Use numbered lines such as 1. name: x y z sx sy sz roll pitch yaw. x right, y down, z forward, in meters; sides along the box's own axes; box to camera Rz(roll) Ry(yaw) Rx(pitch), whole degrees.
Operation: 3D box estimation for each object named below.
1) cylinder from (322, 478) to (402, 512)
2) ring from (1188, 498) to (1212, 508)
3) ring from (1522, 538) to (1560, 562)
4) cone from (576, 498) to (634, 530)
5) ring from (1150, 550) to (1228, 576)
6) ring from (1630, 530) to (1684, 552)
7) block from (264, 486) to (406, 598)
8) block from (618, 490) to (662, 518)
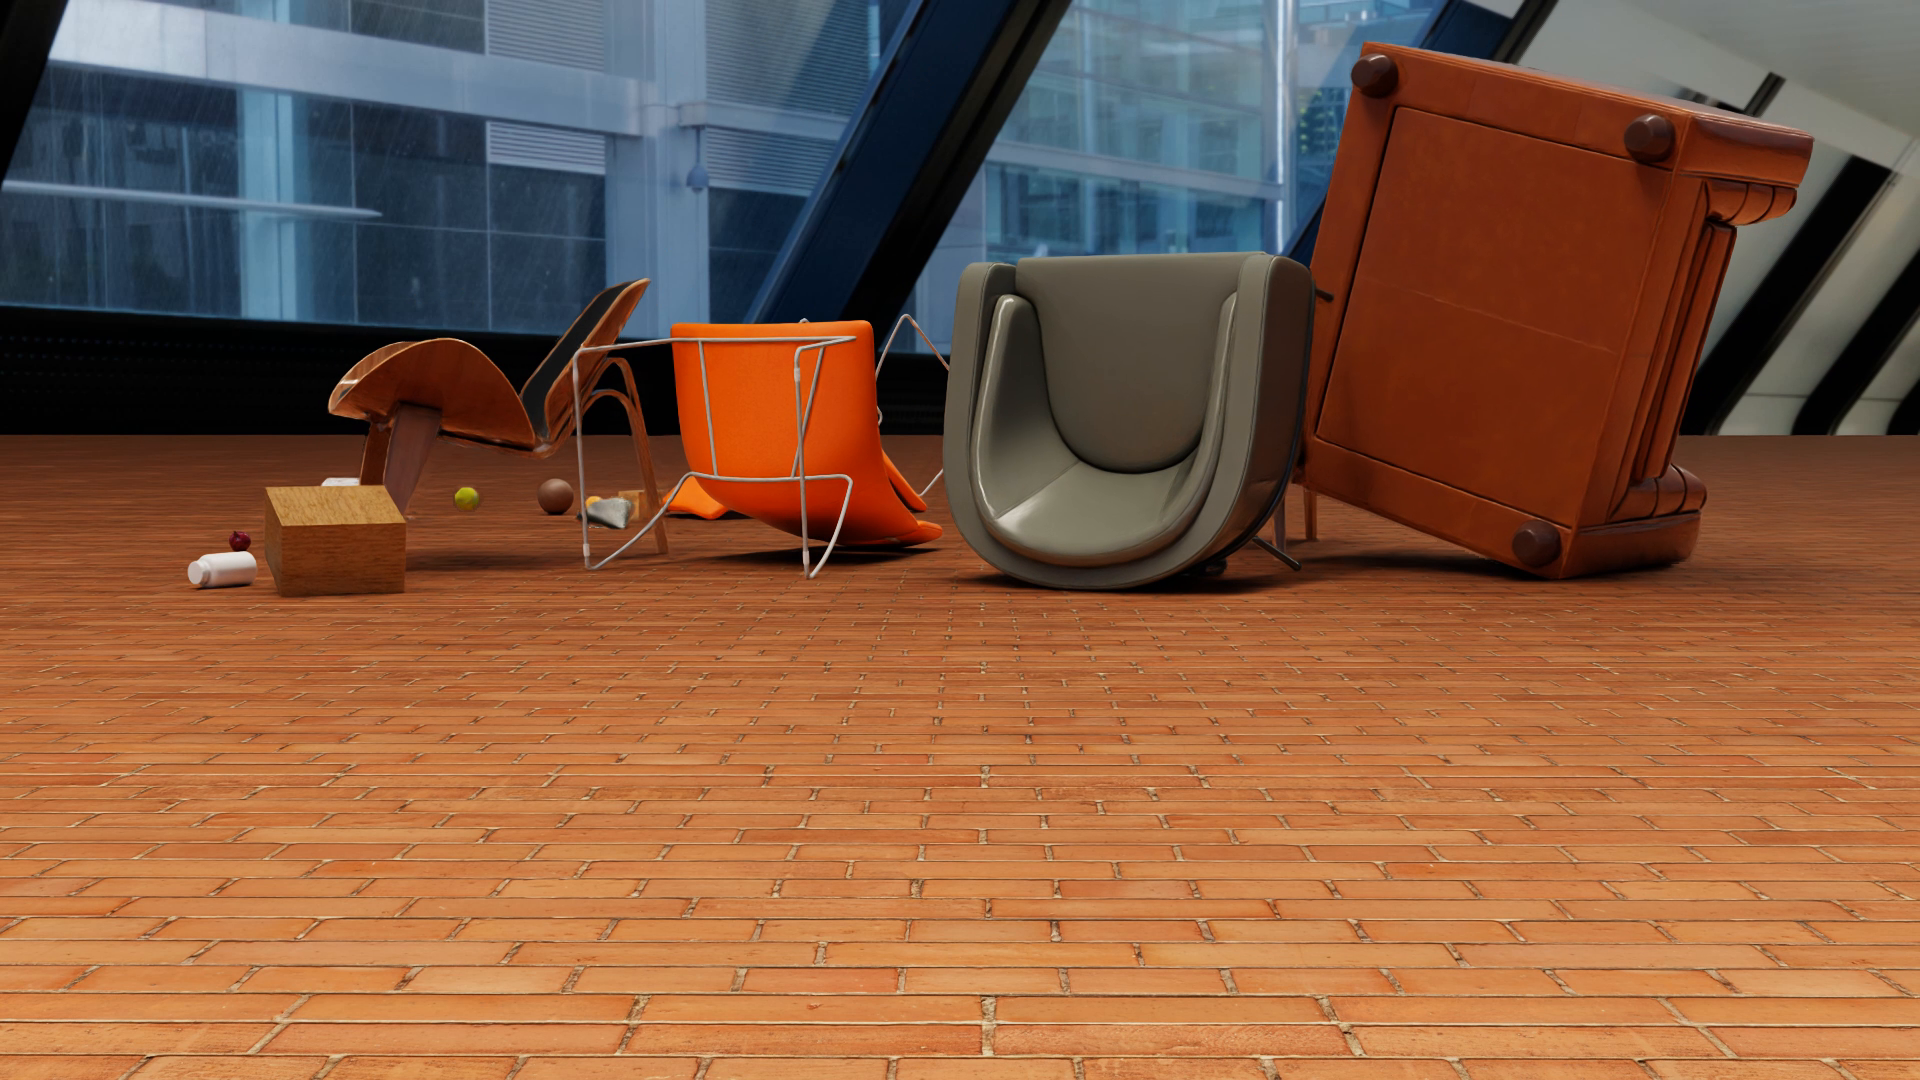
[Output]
1. cylinder: -2.080 -0.145 7.649 0.225 0.127 0.169 1 -27 13
2. ring: 0.913 -0.141 8.345 0.107 0.037 0.083 -2 3 -41
3. ring: 1.520 0.026 5.752 0.095 0.057 0.213 -1 3 6
4. cone: -1.113 -0.061 7.085 0.206 0.096 0.144 -12 29 -29
5. ring: 0.558 0.056 5.354 0.171 0.053 0.200 -2 5 -42
6. ring: 1.935 0.003 6.109 0.125 0.056 0.217 5 7 42
7. block: -1.394 -0.001 4.898 0.261 0.162 0.289 -2 19 -24
8. block: -1.115 -0.125 7.685 0.088 0.093 0.134 2 5 31
